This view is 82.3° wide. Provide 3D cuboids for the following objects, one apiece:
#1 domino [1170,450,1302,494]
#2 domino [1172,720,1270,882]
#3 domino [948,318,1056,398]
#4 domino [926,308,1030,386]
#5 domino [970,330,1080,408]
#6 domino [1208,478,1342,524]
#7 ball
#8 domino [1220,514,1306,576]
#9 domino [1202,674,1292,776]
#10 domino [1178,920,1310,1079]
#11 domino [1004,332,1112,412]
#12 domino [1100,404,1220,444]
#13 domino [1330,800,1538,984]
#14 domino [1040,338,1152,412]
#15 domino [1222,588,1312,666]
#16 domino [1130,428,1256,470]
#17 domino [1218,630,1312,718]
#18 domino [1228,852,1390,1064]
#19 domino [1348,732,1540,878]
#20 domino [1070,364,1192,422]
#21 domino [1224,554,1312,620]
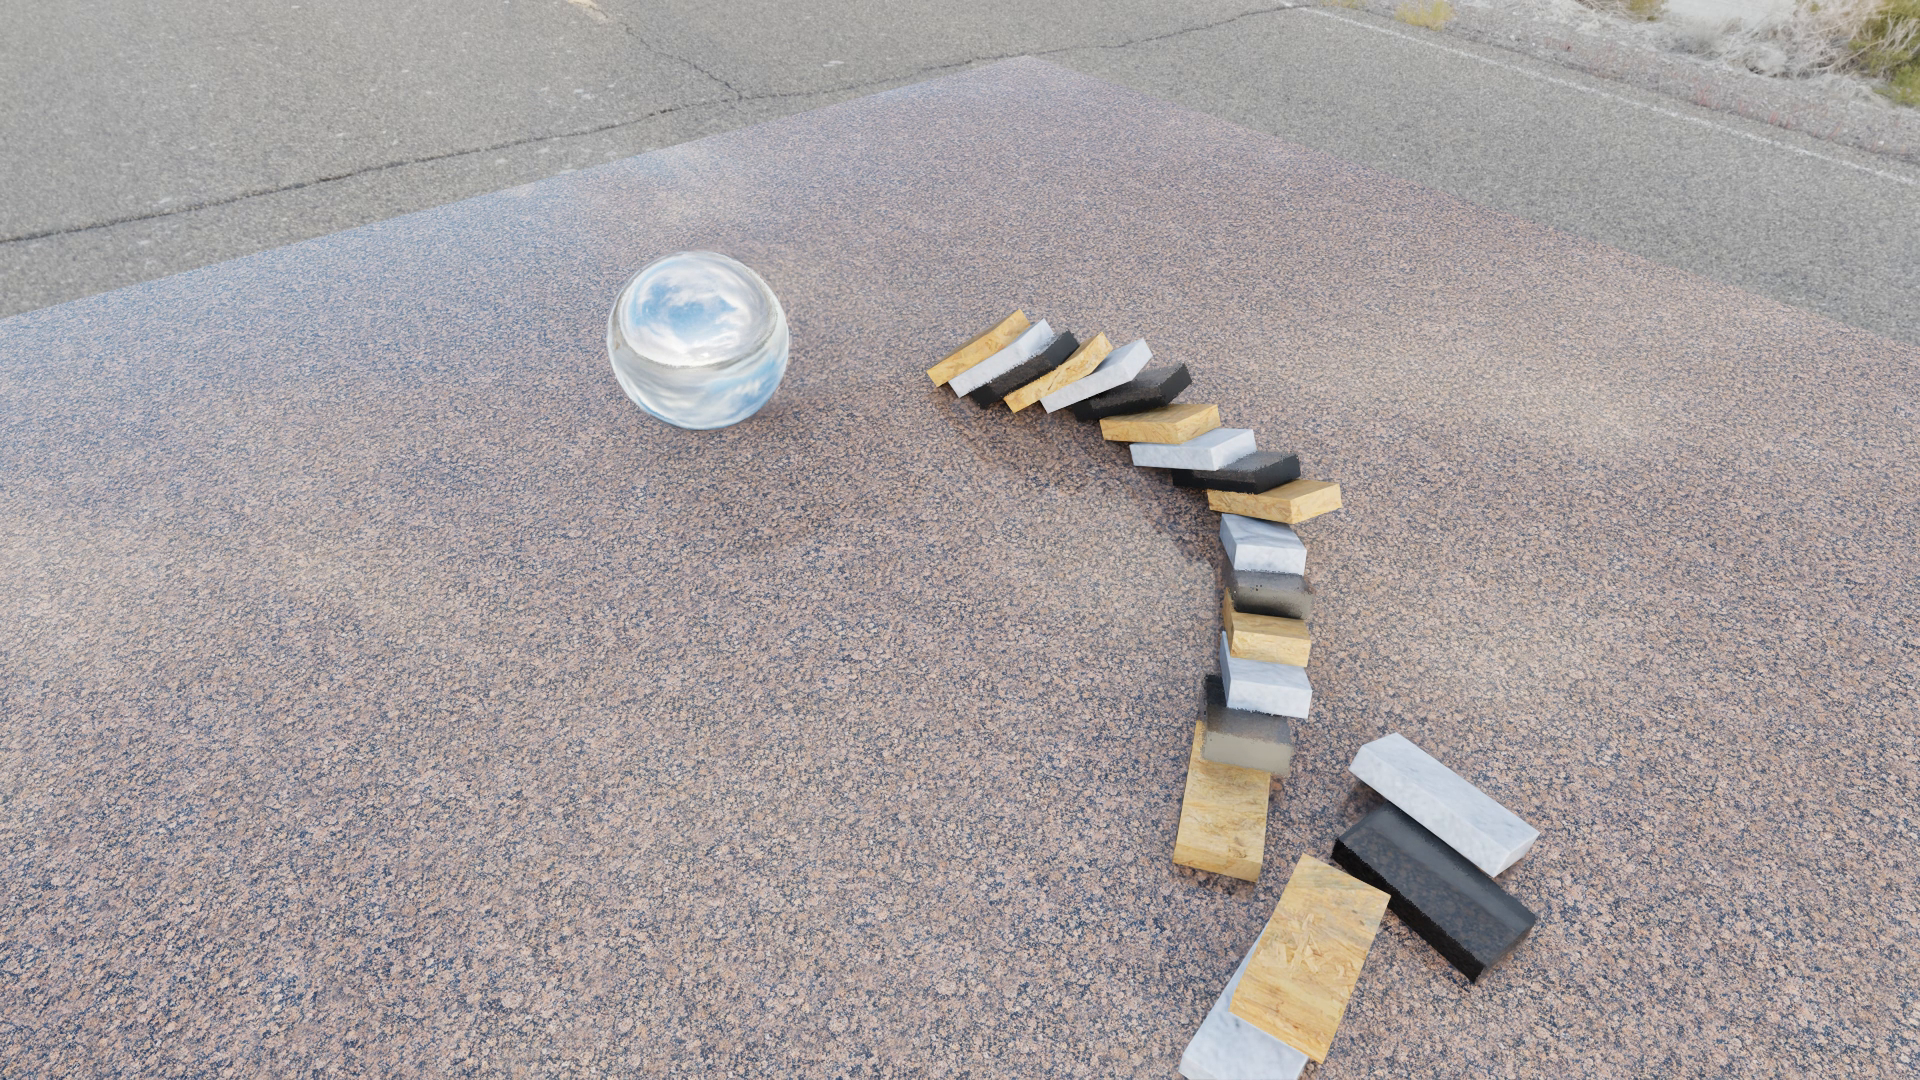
[{"bbox_3d":[0.115,-0.029,0.462,0.025,0.009,0.050,-21,17,-26],"label":"domino"},{"bbox_3d":[0.083,0.081,0.345,0.025,0.010,0.050,11,40,13],"label":"domino"},{"bbox_3d":[0.019,-0.086,0.525,0.050,0.009,0.025,-22,18,46],"label":"domino"},{"bbox_3d":[0.009,-0.093,0.532,0.050,0.010,0.025,-22,18,46],"label":"domino"},{"bbox_3d":[0.030,-0.080,0.517,0.050,0.009,0.025,-22,18,47],"label":"domino"},{"bbox_3d":[0.127,-0.017,0.447,0.025,0.009,0.050,-17,15,-23],"label":"domino"},{"bbox_3d":[-0.118,-0.089,0.497,0.080,0.080,0.080,0,39,0],"label":"ball"},{"bbox_3d":[0.117,0.001,0.427,0.025,0.009,0.050,5,15,6],"label":"domino"},{"bbox_3d":[0.091,0.059,0.355,0.025,0.010,0.050,10,15,9],"label":"domino"},{"bbox_3d":[0.082,0.126,0.290,0.025,0.010,0.050,27,46,29],"label":"domino"},{"bbox_3d":[0.045,-0.078,0.514,0.050,0.009,0.025,-23,19,45],"label":"domino"},{"bbox_3d":[0.089,-0.052,0.491,0.025,0.010,0.050,-25,20,-27],"label":"domino"},{"bbox_3d":[0.137,0.101,0.320,0.025,0.010,0.050,-24,45,-27],"label":"domino"},{"bbox_3d":[0.063,-0.077,0.515,0.050,0.010,0.025,-17,22,43],"label":"domino"},{"bbox_3d":[0.108,0.030,0.391,0.025,0.009,0.050,7,16,8],"label":"domino"},{"bbox_3d":[0.100,-0.040,0.475,0.025,0.009,0.050,-24,18,-28],"label":"domino"},{"bbox_3d":[0.102,0.045,0.373,0.025,0.009,0.050,7,15,8],"label":"domino"},{"bbox_3d":[0.094,0.110,0.294,0.025,0.009,0.050,23,44,25],"label":"domino"},{"bbox_3d":[0.148,0.080,0.338,0.025,0.010,0.050,-3,32,-44],"label":"domino"},{"bbox_3d":[0.079,-0.068,0.507,0.050,0.010,0.025,-5,27,45],"label":"domino"},{"bbox_3d":[0.113,0.016,0.408,0.025,0.010,0.050,6,16,7],"label":"domino"}]
